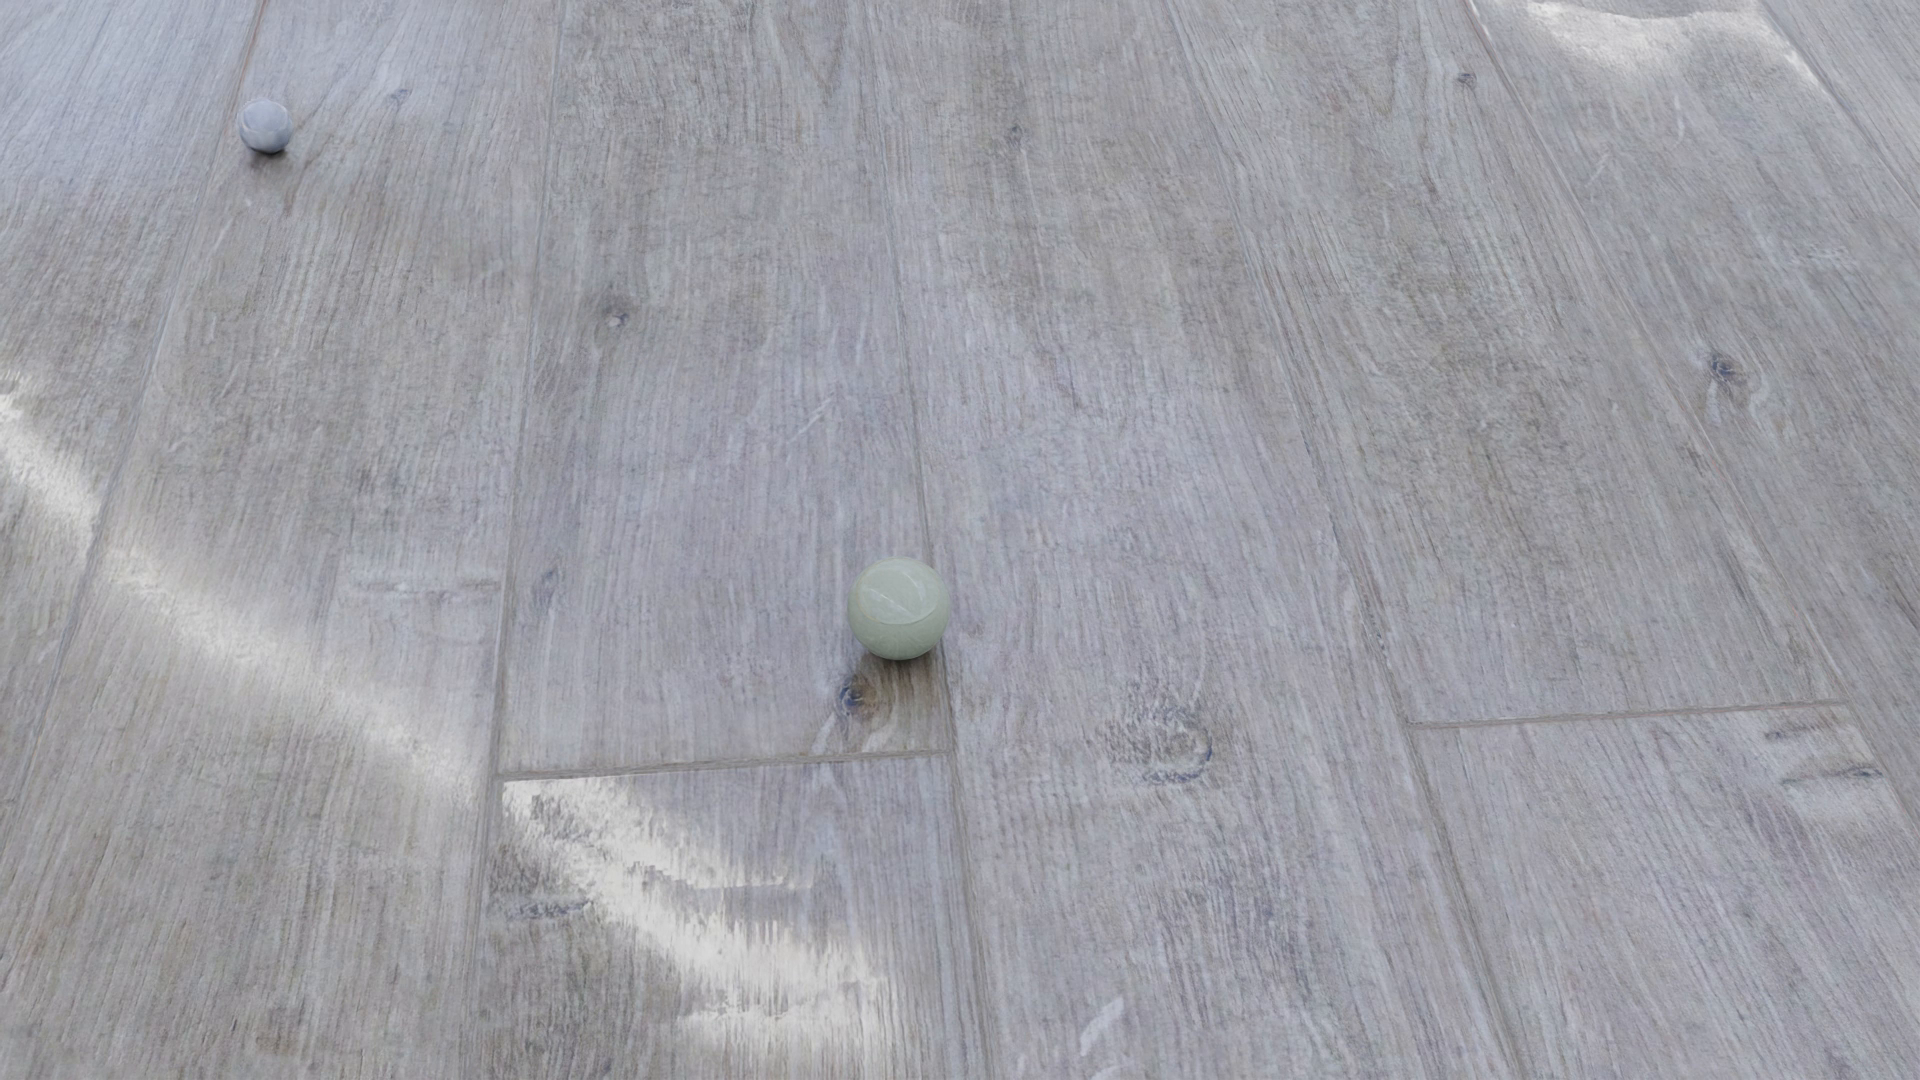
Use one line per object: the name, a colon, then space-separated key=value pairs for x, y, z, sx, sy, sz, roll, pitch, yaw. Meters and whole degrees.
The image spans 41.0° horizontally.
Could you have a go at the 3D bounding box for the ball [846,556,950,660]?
ball: x=-0.035 y=0.039 z=1.450 sx=0.059 sy=0.059 sz=0.059 roll=0 pitch=37 yaw=0

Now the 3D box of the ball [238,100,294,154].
ball: x=-0.521 y=-0.310 z=1.927 sx=0.040 sy=0.040 sz=0.040 roll=0 pitch=37 yaw=0
